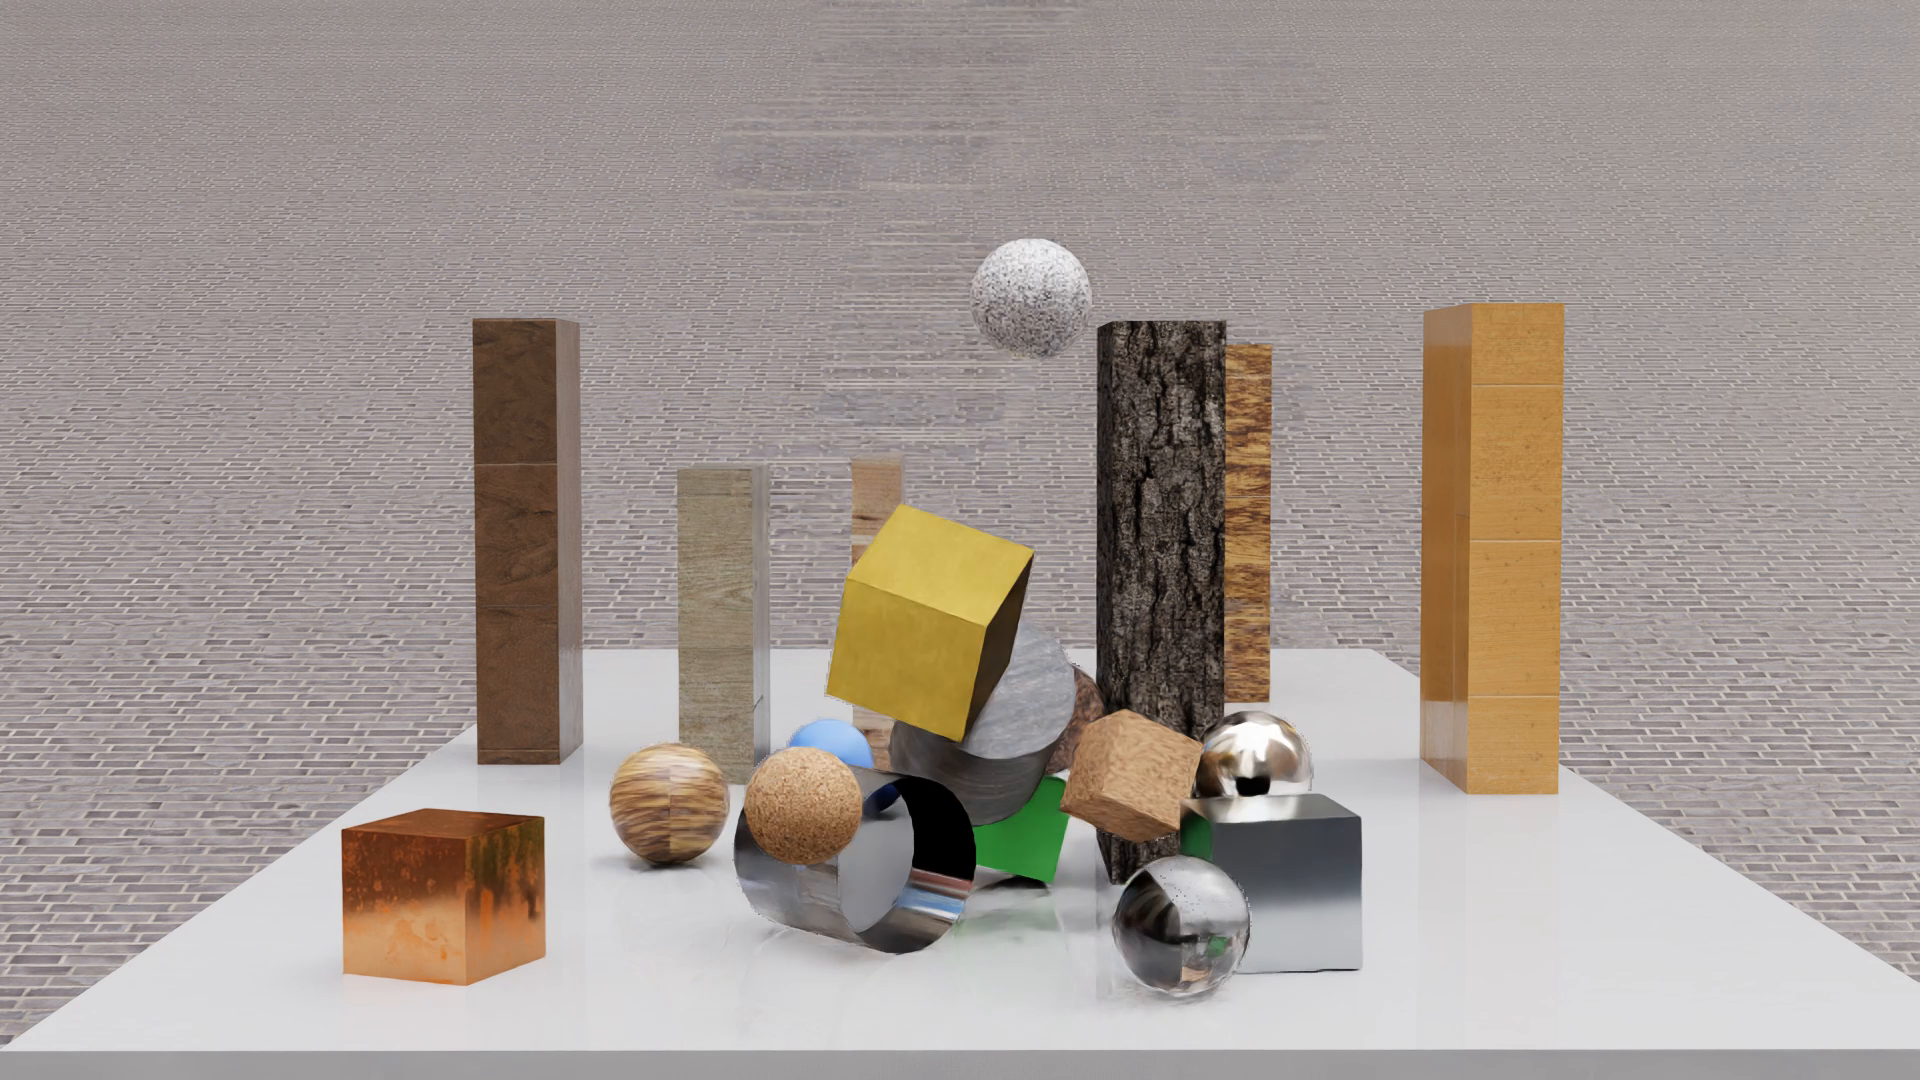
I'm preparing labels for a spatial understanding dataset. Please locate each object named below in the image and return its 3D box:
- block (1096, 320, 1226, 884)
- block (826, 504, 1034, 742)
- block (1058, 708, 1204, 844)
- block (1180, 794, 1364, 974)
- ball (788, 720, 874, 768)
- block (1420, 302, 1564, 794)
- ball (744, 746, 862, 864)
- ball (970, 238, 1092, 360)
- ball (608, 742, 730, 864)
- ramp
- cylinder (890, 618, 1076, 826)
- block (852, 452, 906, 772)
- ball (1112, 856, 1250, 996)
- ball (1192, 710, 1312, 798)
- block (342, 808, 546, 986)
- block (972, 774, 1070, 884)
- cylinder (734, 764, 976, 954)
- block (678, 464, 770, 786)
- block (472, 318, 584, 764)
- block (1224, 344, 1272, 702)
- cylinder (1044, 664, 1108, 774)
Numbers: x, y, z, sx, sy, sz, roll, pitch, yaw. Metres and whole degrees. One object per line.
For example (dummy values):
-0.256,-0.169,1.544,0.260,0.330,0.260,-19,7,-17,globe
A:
0.273,0.074,3.550,0.147,0.741,0.371,0,3,0,block
-0.033,0.093,2.922,0.167,0.167,0.167,19,36,11,block
0.210,0.291,3.157,0.114,0.114,0.114,25,-24,-16,block
0.354,0.392,2.947,0.171,0.171,0.171,-2,3,-7,block
-0.205,0.349,4.009,0.140,0.140,0.140,0,21,0,ball
0.892,0.004,4.340,0.147,0.791,0.426,0,3,0,block
-0.160,0.271,2.623,0.120,0.120,0.120,0,21,0,ball
0.073,-0.246,2.628,0.125,0.125,0.125,0,21,0,ball
-0.400,0.363,3.540,0.166,0.166,0.166,0,21,0,ball
0.049,0.440,4.532,2.000,0.100,4.000,0,3,0,ramp
0.025,0.220,3.130,0.196,0.196,0.196,5,60,-9,cylinder
-0.141,0.120,4.541,0.082,0.538,0.424,0,3,0,block
0.238,0.415,2.768,0.149,0.149,0.149,0,21,0,ball
0.362,0.287,3.194,0.150,0.150,0.150,0,21,0,ball
-0.582,0.401,2.907,0.162,0.162,0.162,1,4,23,block
0.065,0.369,3.415,0.131,0.131,0.131,15,-2,-8,block
-0.125,0.371,3.045,0.205,0.205,0.205,-17,13,-38,cylinder
-0.403,0.134,4.423,0.123,0.523,0.384,0,3,0,block
-0.771,-0.004,4.610,0.144,0.778,0.286,0,3,0,block
0.577,-0.043,5.549,0.145,0.748,0.340,0,3,0,block
0.114,0.232,3.386,0.153,0.153,0.153,3,-5,7,cylinder
